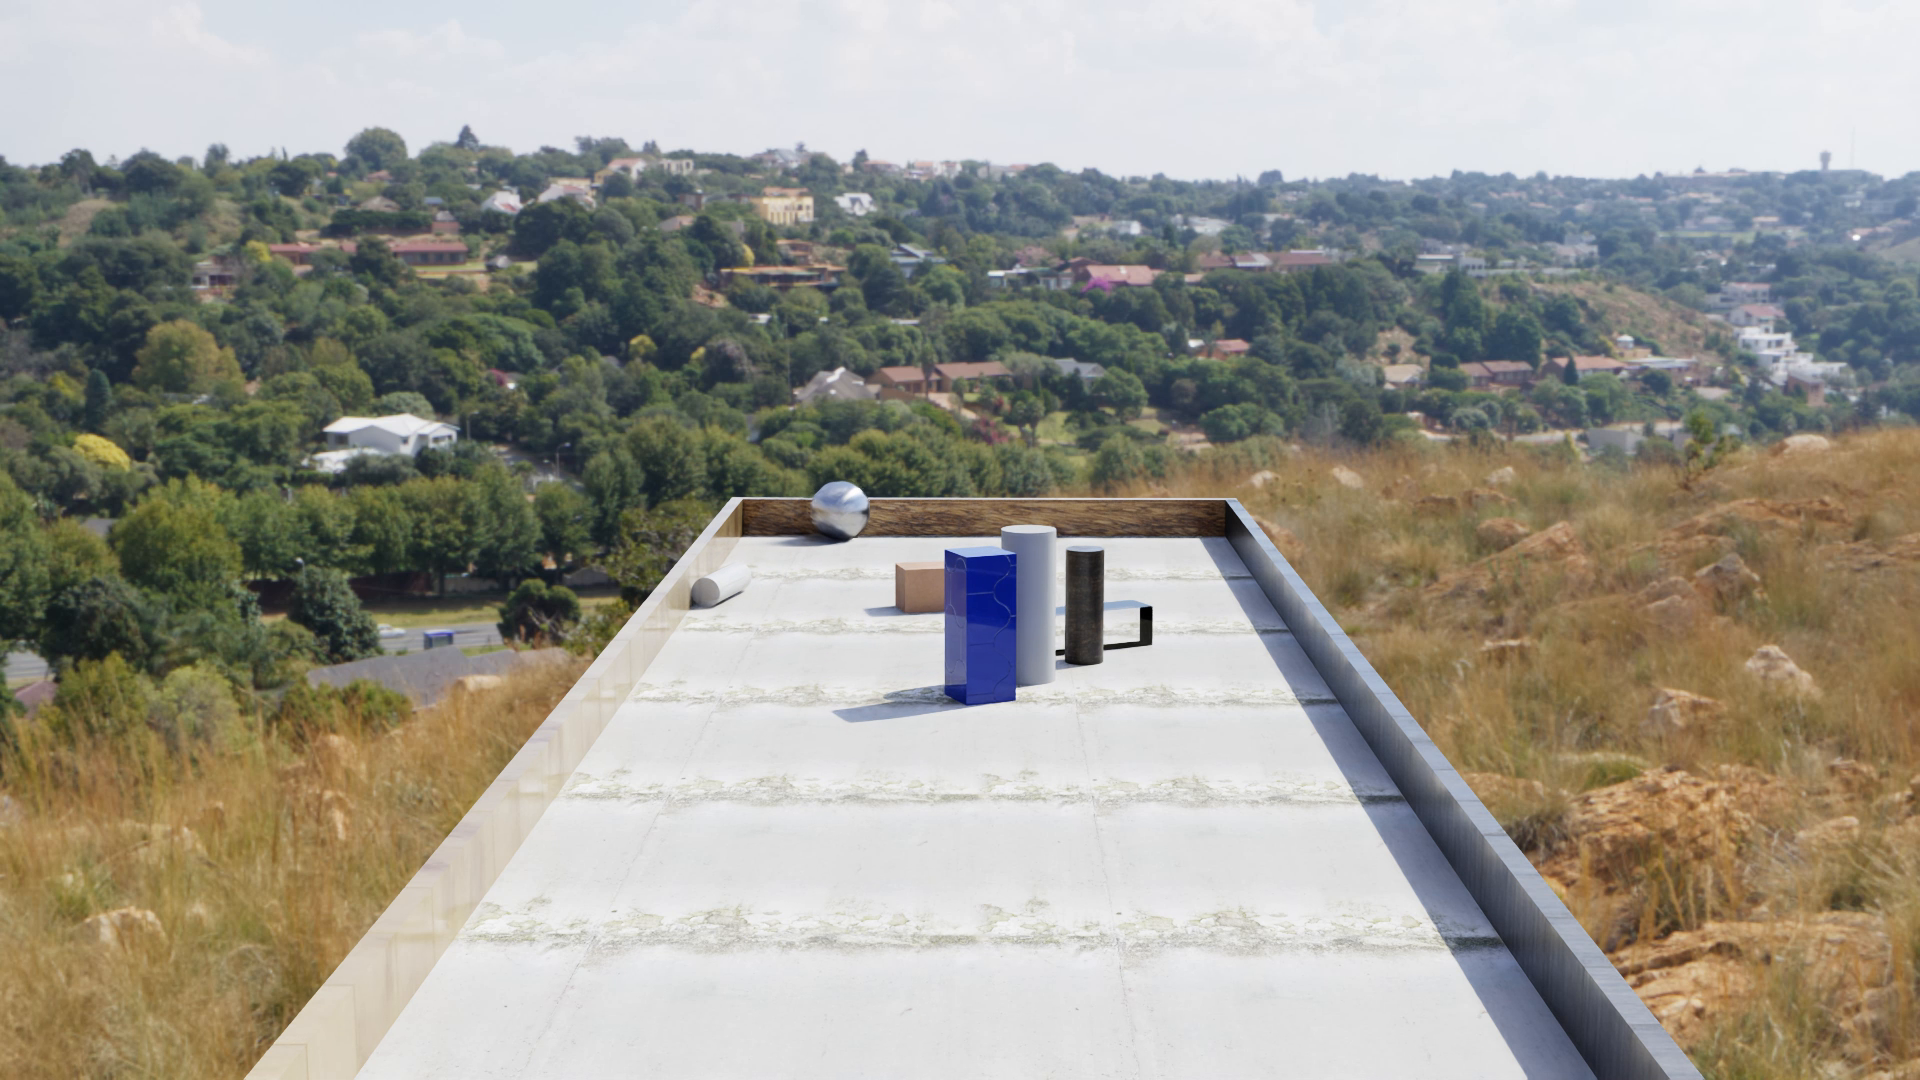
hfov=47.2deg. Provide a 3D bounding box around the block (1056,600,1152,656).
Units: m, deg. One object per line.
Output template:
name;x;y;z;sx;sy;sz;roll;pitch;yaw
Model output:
block;0.405;0.274;6.879;0.387;0.125;0.125;-5;10;-27

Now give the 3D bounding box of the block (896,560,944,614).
block;-0.045;0.157;7.543;0.330;0.149;0.149;-2;9;-14

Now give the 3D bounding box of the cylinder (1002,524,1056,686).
cylinder;0.199;0.188;6.401;0.160;0.445;0.160;0;9;0

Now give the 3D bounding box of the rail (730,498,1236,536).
rail;0.099;-0.098;9.147;2.100;0.150;0.050;0;9;1

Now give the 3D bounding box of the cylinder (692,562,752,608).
cylinder;-0.833;0.155;7.698;0.104;0.104;0.329;2;9;14

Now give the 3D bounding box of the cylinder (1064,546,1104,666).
cylinder;0.377;0.197;6.657;0.118;0.347;0.118;0;9;0

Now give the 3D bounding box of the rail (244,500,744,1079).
rail;-1.004;0.839;3.234;0.050;0.150;12.000;0;9;1

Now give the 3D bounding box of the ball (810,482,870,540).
ball;-0.493;-0.121;9.004;0.241;0.241;0.241;0;9;0

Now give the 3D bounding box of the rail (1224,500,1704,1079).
rail;1.046;0.843;3.208;0.050;0.150;12.000;0;9;1

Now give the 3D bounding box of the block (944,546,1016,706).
block;0.057;0.238;6.173;0.152;0.417;0.152;-4;10;-24
